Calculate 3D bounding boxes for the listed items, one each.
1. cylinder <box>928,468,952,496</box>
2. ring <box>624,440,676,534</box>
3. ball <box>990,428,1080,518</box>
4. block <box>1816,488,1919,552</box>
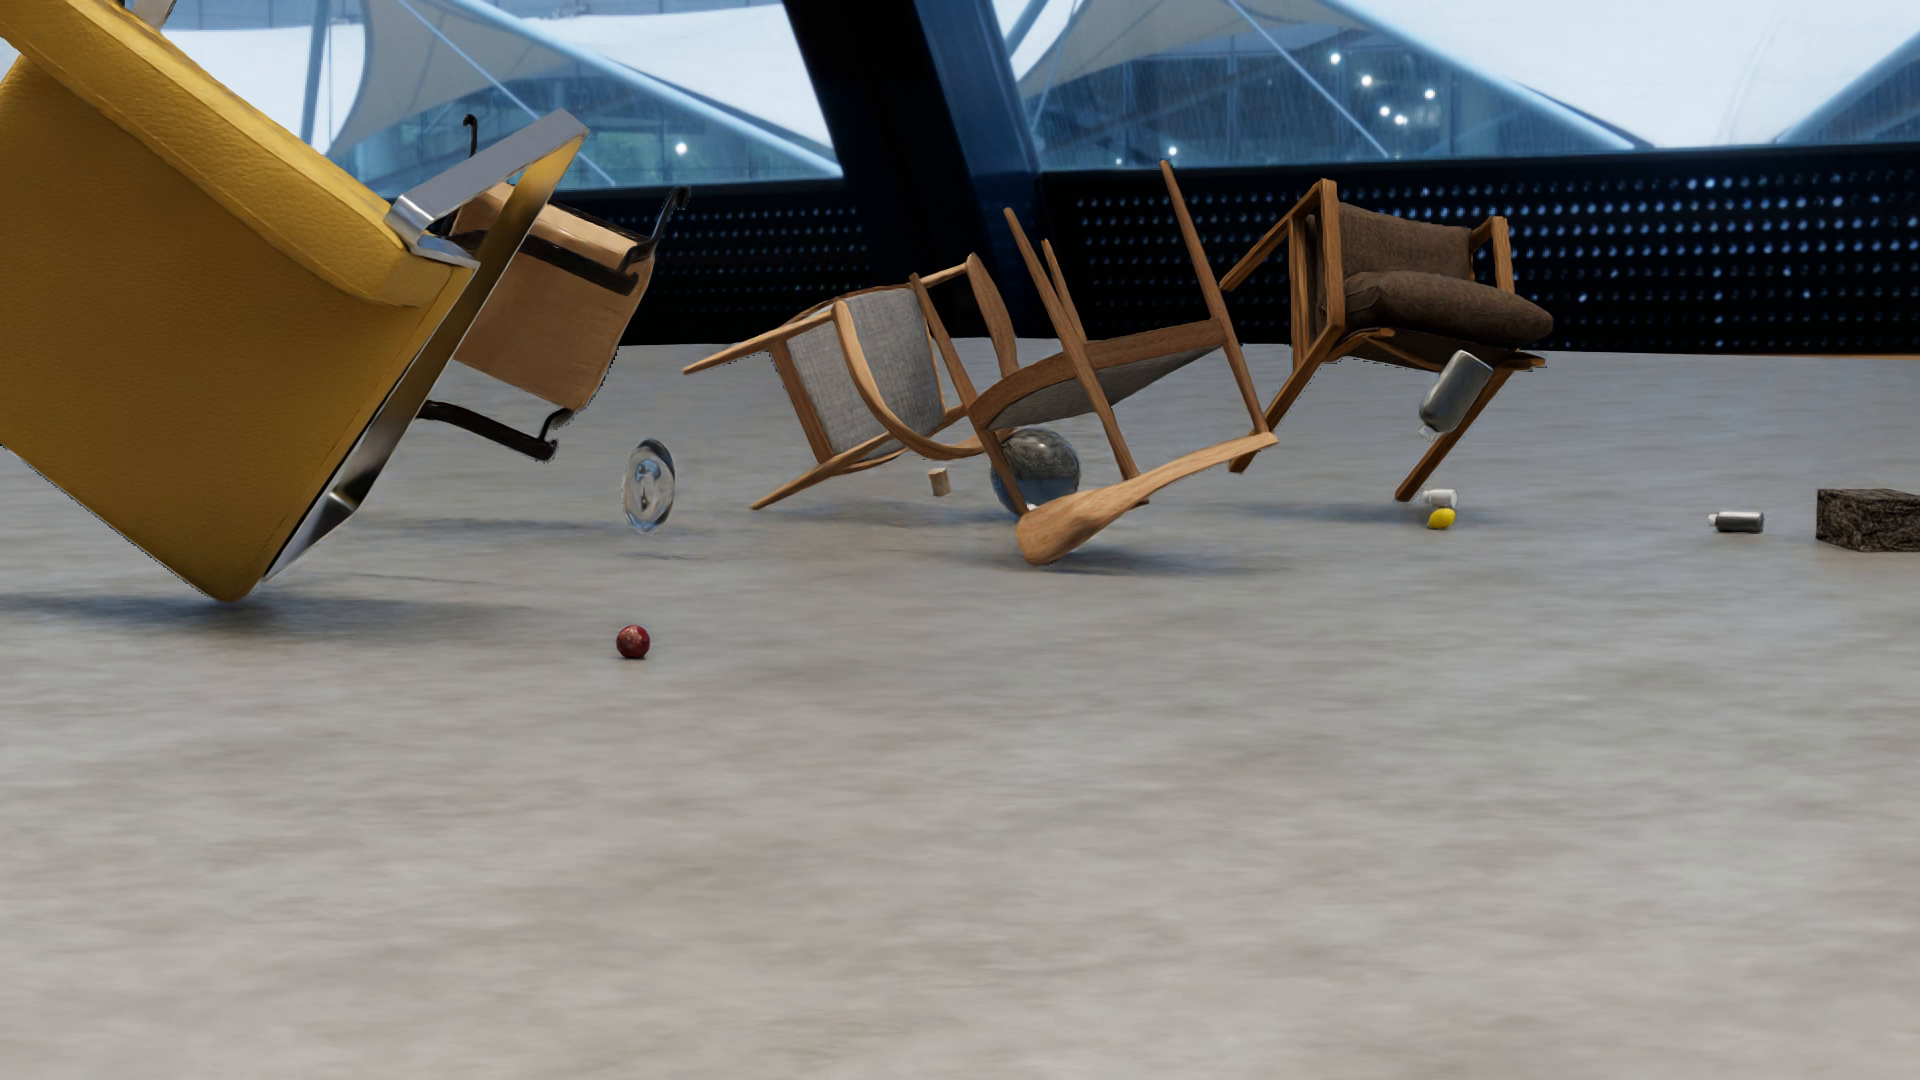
[{"bbox_3d":[-0.060,-0.174,7.677,0.056,0.072,0.057,-20,17,-14],"label":"cylinder"},{"bbox_3d":[-0.730,-0.124,6.024,0.152,0.257,0.048,36,38,28],"label":"ring"},{"bbox_3d":[0.204,-0.183,6.982,0.246,0.246,0.246,0,6,0],"label":"ball"},{"bbox_3d":[2.236,-0.049,6.273,0.177,0.127,0.298,0,6,-2],"label":"block"}]
